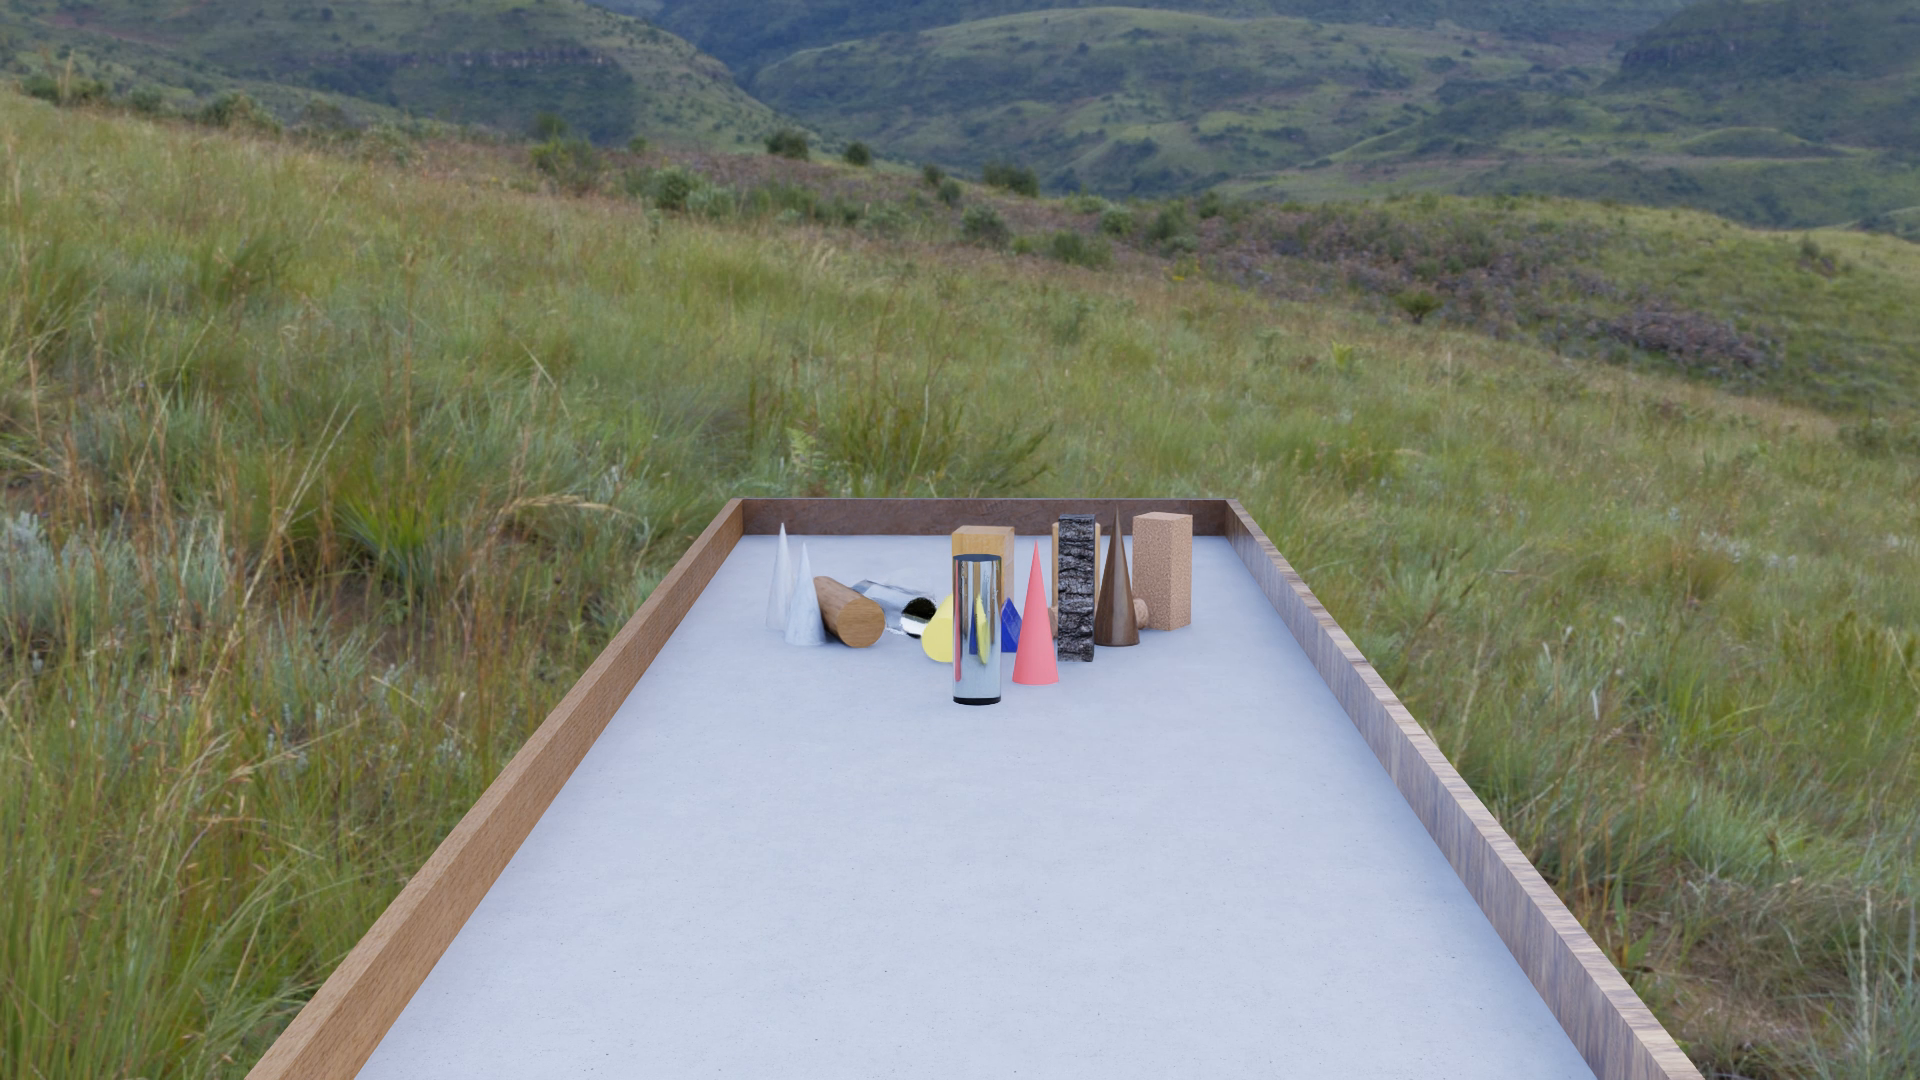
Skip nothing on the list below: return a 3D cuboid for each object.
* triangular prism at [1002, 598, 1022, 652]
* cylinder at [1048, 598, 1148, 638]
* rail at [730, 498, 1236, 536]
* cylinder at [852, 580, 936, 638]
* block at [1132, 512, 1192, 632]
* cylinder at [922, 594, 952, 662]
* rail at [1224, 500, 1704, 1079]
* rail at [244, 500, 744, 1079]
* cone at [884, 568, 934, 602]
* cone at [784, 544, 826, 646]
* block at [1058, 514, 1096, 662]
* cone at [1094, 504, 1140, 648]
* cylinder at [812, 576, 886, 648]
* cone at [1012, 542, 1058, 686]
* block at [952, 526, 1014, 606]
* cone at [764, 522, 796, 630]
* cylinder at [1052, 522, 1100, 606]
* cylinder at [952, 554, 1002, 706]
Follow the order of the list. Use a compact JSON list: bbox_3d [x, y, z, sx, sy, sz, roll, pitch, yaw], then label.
[{"bbox_3d":[0.138,0.265,6.973,0.125,0.108,0.333,1,9,6],"label":"triangular prism"},{"bbox_3d":[0.434,0.253,7.088,0.342,0.102,0.102,-5,10,-27],"label":"cylinder"},{"bbox_3d":[0.099,-0.098,9.147,2.100,0.150,0.050,0,9,1],"label":"rail"},{"bbox_3d":[-0.223,0.224,7.164,0.135,0.135,0.359,-6,11,-31],"label":"cylinder"},{"bbox_3d":[0.662,0.101,7.211,0.144,0.363,0.144,6,11,33],"label":"block"},{"bbox_3d":[-0.022,0.269,6.875,0.137,0.137,0.446,1,9,7],"label":"cylinder"},{"bbox_3d":[1.046,0.843,3.208,0.050,0.150,12.000,0,9,1],"label":"rail"},{"bbox_3d":[-1.004,0.839,3.234,0.050,0.150,12.000,0,9,1],"label":"rail"},{"bbox_3d":[-0.130,0.187,7.551,0.175,0.175,0.454,2,-2,10],"label":"cone"},{"bbox_3d":[-0.491,0.161,6.960,0.137,0.324,0.137,0,9,0],"label":"cone"},{"bbox_3d":[0.355,0.145,6.698,0.106,0.437,0.106,1,9,7],"label":"block"},{"bbox_3d":[0.493,0.104,6.935,0.158,0.443,0.158,0,9,0],"label":"cone"},{"bbox_3d":[-0.385,0.228,7.066,0.158,0.158,0.430,-3,10,-20],"label":"cylinder"},{"bbox_3d":[0.221,0.201,6.395,0.137,0.421,0.137,0,9,0],"label":"cone"},{"bbox_3d":[0.076,0.123,7.224,0.174,0.315,0.174,2,9,12],"label":"block"},{"bbox_3d":[-0.578,0.107,7.184,0.134,0.360,0.134,0,9,0],"label":"cone"},{"bbox_3d":[0.378,0.118,7.185,0.157,0.338,0.157,0,9,0],"label":"cylinder"},{"bbox_3d":[0.048,0.249,6.142,0.136,0.405,0.136,0,9,0],"label":"cylinder"}]
